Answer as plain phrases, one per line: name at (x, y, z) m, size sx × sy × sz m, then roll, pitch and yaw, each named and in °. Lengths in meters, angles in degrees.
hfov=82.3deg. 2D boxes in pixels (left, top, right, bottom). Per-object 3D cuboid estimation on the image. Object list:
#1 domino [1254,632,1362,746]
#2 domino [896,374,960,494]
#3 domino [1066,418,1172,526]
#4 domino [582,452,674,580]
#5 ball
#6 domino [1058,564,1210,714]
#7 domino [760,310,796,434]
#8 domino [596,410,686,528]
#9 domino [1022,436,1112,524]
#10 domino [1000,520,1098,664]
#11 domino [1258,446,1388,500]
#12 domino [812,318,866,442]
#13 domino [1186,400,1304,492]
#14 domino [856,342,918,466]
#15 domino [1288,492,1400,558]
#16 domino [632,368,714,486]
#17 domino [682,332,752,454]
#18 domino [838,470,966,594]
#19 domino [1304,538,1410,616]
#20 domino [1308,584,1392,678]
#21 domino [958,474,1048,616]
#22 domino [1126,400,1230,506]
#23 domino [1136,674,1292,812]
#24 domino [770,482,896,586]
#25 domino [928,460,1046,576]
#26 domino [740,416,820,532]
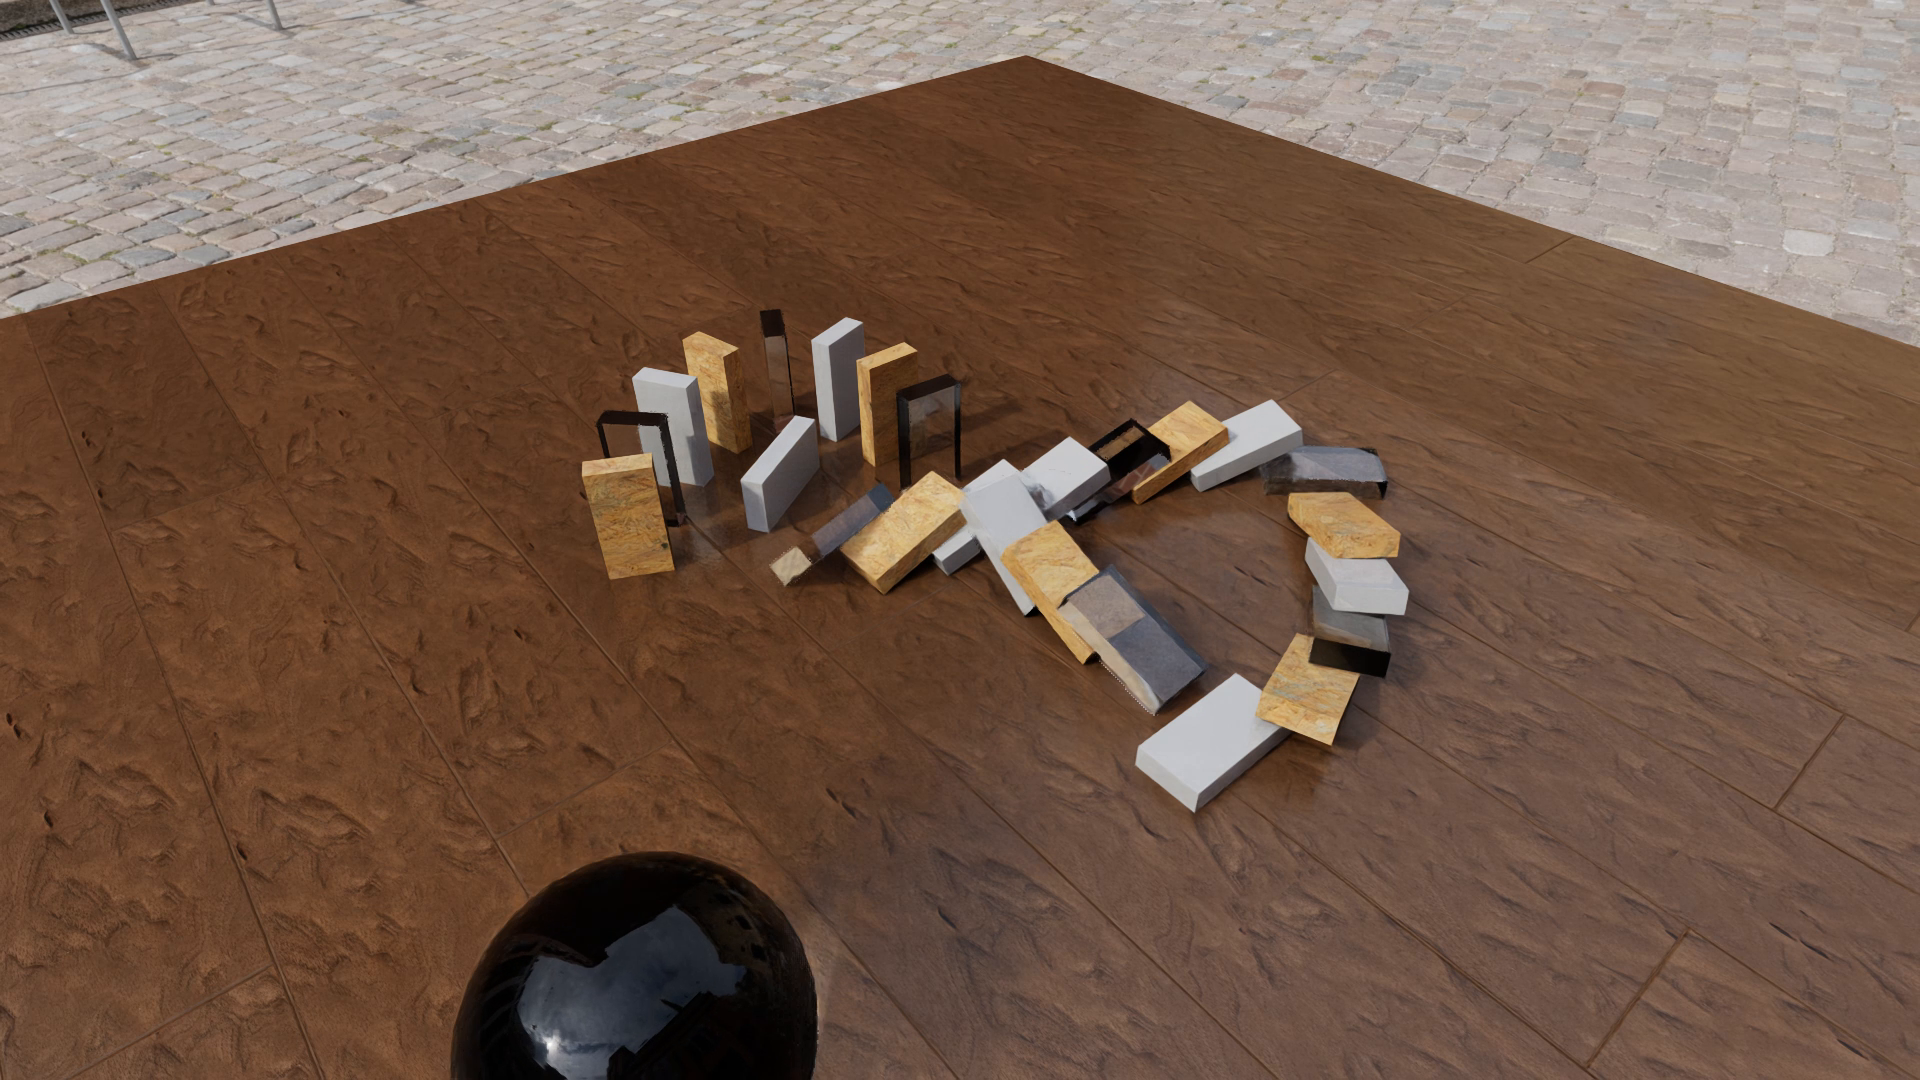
domino at (0.120, 0.049, 0.372) m, size 0.025 × 0.009 × 0.050 m, roll 20°, pitch 27°, yaw 23°
domino at (-0.013, -0.043, 0.464) m, size 0.025 × 0.050 × 0.009 m, roll -23°, pitch 45°, yaw -25°
domino at (0.062, -0.029, 0.467) m, size 0.050 × 0.009 × 0.025 m, roll -34°, pitch 48°, yaw -10°
domino at (-0.127, -0.009, 0.422) m, size 0.025 × 0.050 × 0.009 m, roll -9°, pitch 40°, yaw -10°
ball at (-0.072, 0.112, 0.251) m, size 0.080 × 0.080 × 0.080 m, roll 0°, pitch 39°, yaw 0°
domino at (0.061, 0.034, 0.388) m, size 0.025 × 0.010 × 0.050 m, roll -31°, pitch 68°, yaw -32°
domino at (-0.084, -0.077, 0.506) m, size 0.010 × 0.050 × 0.025 m, roll -8°, pitch 40°, yaw -10°
domino at (-0.129, -0.028, 0.446) m, size 0.025 × 0.050 × 0.009 m, roll 3°, pitch 39°, yaw 4°
domino at (0.035, -0.020, 0.456) m, size 0.050 × 0.010 × 0.025 m, roll -36°, pitch 49°, yaw -12°
domino at (0.040, 0.019, 0.406) m, size 0.025 × 0.009 × 0.050 m, roll -28°, pitch 71°, yaw -30°
domino at (0.158, -0.030, 0.480) m, size 0.050 × 0.010 × 0.025 m, roll 3°, pitch 39°, yaw 3°
domino at (-0.054, -0.073, 0.500) m, size 0.010 × 0.050 × 0.025 m, roll 22°, pitch 44°, yaw 25°
domino at (0.121, -0.042, 0.483) m, size 0.050 × 0.009 × 0.025 m, roll -25°, pitch 42°, yaw -2°
domino at (-0.031, -0.059, 0.484) m, size 0.025 × 0.050 × 0.010 m, roll -27°, pitch 46°, yaw -29°
domino at (0.152, -0.007, 0.439) m, size 0.025 × 0.010 × 0.050 m, roll -1°, pitch 21°, yaw -4°
domino at (-0.122, -0.048, 0.470) m, size 0.025 × 0.050 × 0.010 m, roll 12°, pitch 41°, yaw 14°
domino at (-0.108, -0.065, 0.491) m, size 0.025 × 0.050 × 0.010 m, roll 25°, pitch 46°, yaw 28°
domino at (-0.020, -0.004, 0.435) m, size 0.050 × 0.009 × 0.025 m, roll -41°, pitch 50°, yaw -15°
domino at (0.149, 0.013, 0.415) m, size 0.025 × 0.010 × 0.050 m, roll 4°, pitch 21°, yaw 4°
domino at (0.138, 0.032, 0.392) m, size 0.025 × 0.009 × 0.050 m, roll 11°, pitch 22°, yaw 13°
domino at (0.023, 0.001, 0.422) m, size 0.025 × 0.009 × 0.050 m, roll -25°, pitch 77°, yaw -28°
domino at (0.089, -0.038, 0.478) m, size 0.050 × 0.010 × 0.025 m, roll -34°, pitch 47°, yaw -10°
domino at (0.085, 0.066, 0.363) m, size 0.050 × 0.010 × 0.025 m, roll -29°, pitch 47°, yaw -30°
domino at (-0.050, -0.003, 0.435) m, size 0.010 × 0.025 × 0.050 m, roll 53°, pitch 51°, yaw -5°
domino at (0.007, -0.010, 0.444) m, size 0.050 × 0.010 × 0.025 m, roll -36°, pitch 49°, yaw -13°
domino at (-0.075, -0.028, 0.466) m, size 0.009 × 0.025 × 0.050 m, roll 13°, pitch 41°, yaw 15°
